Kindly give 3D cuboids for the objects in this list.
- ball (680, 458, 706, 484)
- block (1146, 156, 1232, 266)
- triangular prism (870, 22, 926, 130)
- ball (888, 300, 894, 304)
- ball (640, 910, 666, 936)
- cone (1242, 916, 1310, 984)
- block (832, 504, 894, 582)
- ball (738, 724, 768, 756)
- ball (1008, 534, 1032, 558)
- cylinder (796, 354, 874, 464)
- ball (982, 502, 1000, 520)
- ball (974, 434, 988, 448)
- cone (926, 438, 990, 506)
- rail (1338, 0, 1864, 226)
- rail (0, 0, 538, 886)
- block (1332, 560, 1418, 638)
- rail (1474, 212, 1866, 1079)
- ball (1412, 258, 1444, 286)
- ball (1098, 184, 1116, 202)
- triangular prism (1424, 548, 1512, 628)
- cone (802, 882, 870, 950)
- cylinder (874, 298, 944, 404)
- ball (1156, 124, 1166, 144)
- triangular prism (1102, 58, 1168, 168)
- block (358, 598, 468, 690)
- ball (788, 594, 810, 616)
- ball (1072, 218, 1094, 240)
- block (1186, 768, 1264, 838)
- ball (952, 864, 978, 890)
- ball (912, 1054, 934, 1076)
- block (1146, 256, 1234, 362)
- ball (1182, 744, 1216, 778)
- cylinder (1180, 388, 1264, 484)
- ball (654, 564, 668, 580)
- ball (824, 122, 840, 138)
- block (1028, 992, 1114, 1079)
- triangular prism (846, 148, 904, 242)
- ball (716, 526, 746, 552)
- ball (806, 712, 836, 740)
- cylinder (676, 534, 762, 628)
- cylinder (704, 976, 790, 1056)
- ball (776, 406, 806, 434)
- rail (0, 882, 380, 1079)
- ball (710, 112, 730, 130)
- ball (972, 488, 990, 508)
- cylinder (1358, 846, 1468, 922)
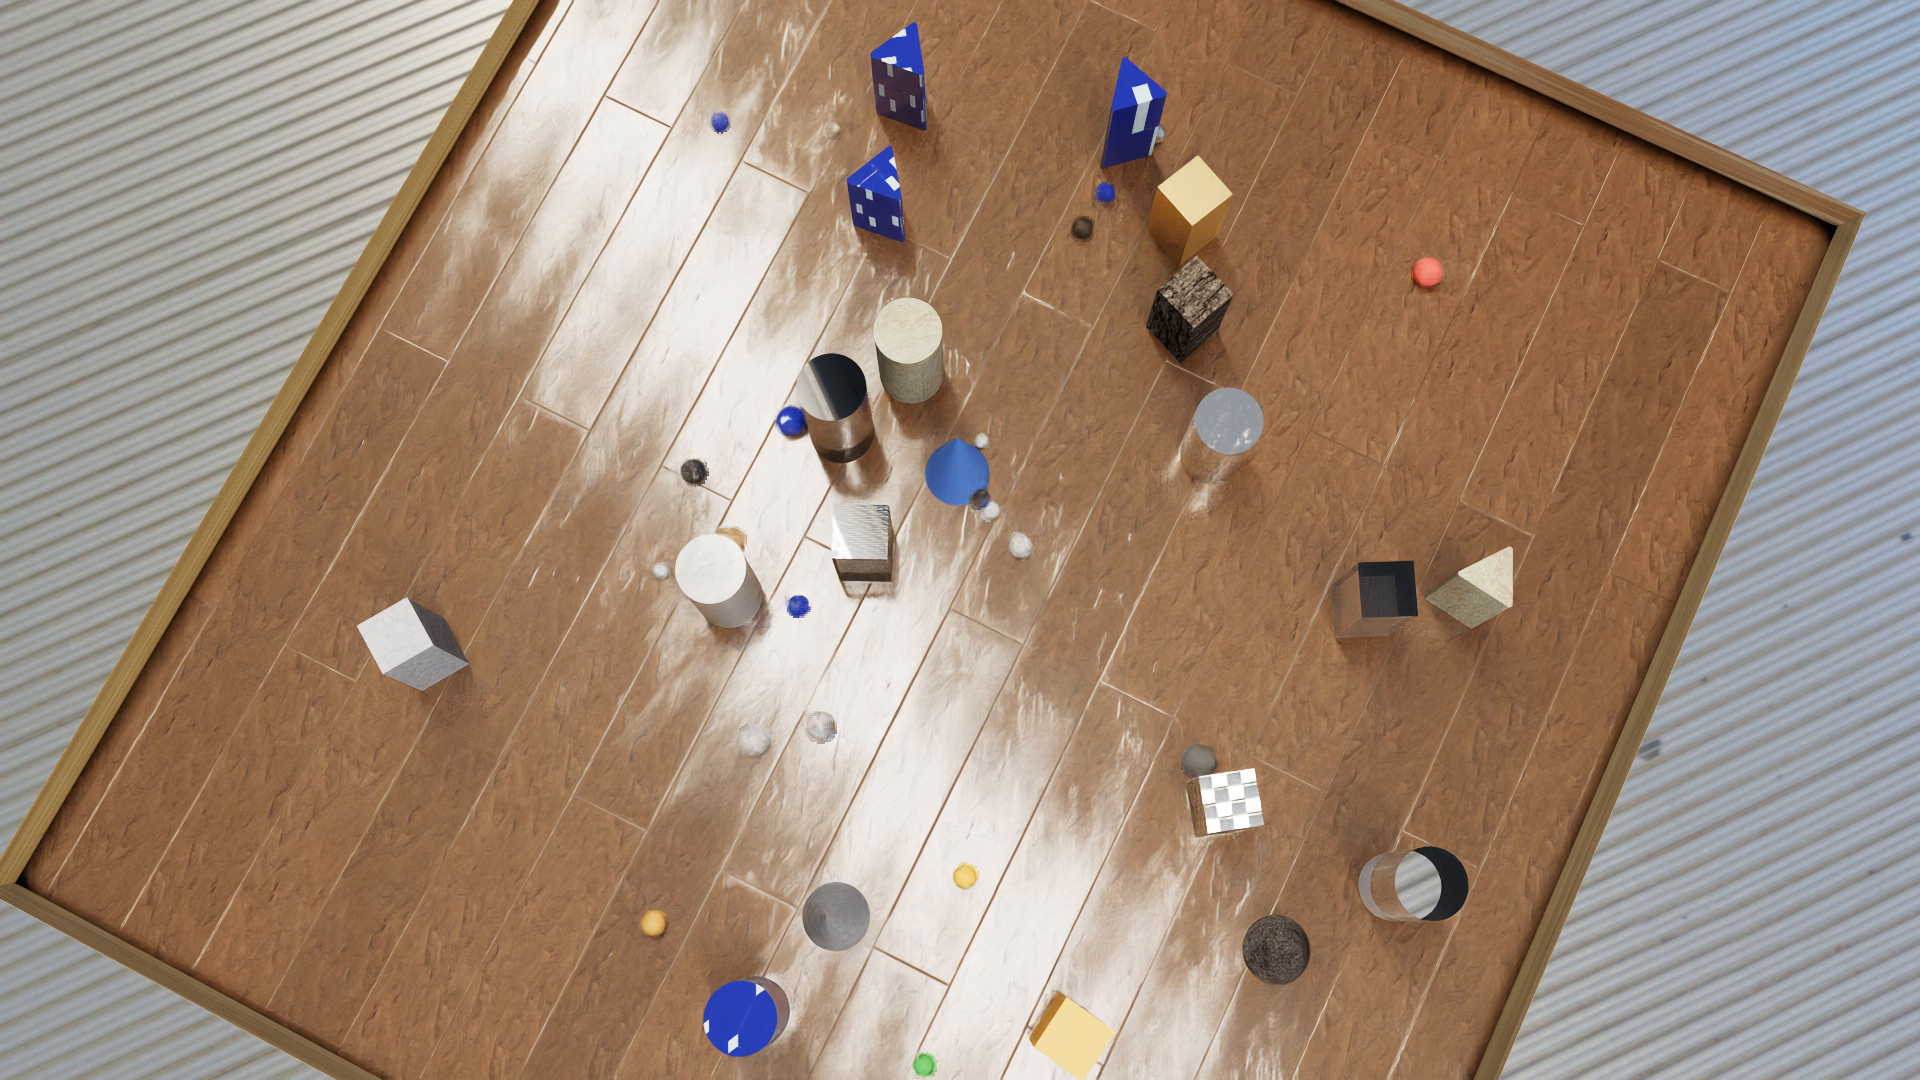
[{"bbox_3d":[-0.818,-0.211,5.621,0.076,0.076,0.076,0,78,0],"label":"ball"},{"bbox_3d":[0.704,-1.011,5.651,0.160,0.342,0.160,-39,81,-7],"label":"block"},{"bbox_3d":[-0.163,-1.456,5.716,0.173,0.396,0.150,21,79,4],"label":"triangular prism"},{"bbox_3d":[-0.200,-0.723,5.736,0.059,0.059,0.059,0,78,0],"label":"ball"},{"bbox_3d":[-0.894,1.119,5.348,0.073,0.073,0.073,0,78,0],"label":"ball"},{"bbox_3d":[0.927,1.157,5.159,0.200,0.428,0.200,0,78,0],"label":"cone"},{"bbox_3d":[-0.286,0.012,5.432,0.160,0.357,0.160,1,78,0],"label":"block"},{"bbox_3d":[-0.614,0.596,5.446,0.093,0.093,0.093,0,78,0],"label":"ball"},{"bbox_3d":[0.182,0.017,5.576,0.073,0.073,0.073,0,78,0],"label":"ball"},{"bbox_3d":[-0.366,-0.385,5.445,0.200,0.493,0.200,0,78,0],"label":"cylinder"},{"bbox_3d":[0.095,-0.091,5.607,0.056,0.056,0.056,0,78,0],"label":"ball"},{"bbox_3d":[0.065,-0.306,5.657,0.046,0.046,0.046,0,78,0],"label":"ball"},{"bbox_3d":[-0.008,-0.249,5.446,0.200,0.436,0.200,0,78,0],"label":"cone"},{"bbox_3d":[0.967,-1.886,5.940,4.116,0.130,0.045,26,80,5],"label":"rail"},{"bbox_3d":[-1.819,-0.884,5.732,0.045,0.130,4.370,26,80,5],"label":"rail"},{"bbox_3d":[1.214,0.178,5.386,0.160,0.379,0.160,-2,78,0],"label":"block"},{"bbox_3d":[1.819,0.898,5.363,0.045,0.130,4.370,26,80,5],"label":"rail"},{"bbox_3d":[1.467,-0.840,5.744,0.092,0.092,0.092,0,78,0],"label":"ball"},{"bbox_3d":[0.465,-1.100,5.814,0.059,0.059,0.059,0,78,0],"label":"ball"},{"bbox_3d":[1.527,0.120,5.393,0.173,0.389,0.150,33,80,6],"label":"triangular prism"},{"bbox_3d":[-0.364,1.066,5.190,0.200,0.403,0.200,0,78,0],"label":"cone"},{"bbox_3d":[-0.151,-0.565,5.519,0.200,0.421,0.200,0,78,0],"label":"cylinder"},{"bbox_3d":[0.624,-1.300,5.852,0.067,0.067,0.067,0,78,0],"label":"ball"},{"bbox_3d":[0.512,-1.328,5.671,0.173,0.432,0.150,-17,79,-3],"label":"triangular prism"},{"bbox_3d":[-1.593,0.308,5.356,0.160,0.386,0.160,-30,80,-6],"label":"block"},{"bbox_3d":[-0.488,0.197,5.544,0.063,0.063,0.063,0,78,0],"label":"ball"},{"bbox_3d":[0.387,-0.983,5.785,0.069,0.069,0.069,0,78,0],"label":"ball"},{"bbox_3d":[0.765,0.765,5.311,0.160,0.288,0.160,-8,78,-2],"label":"block"},{"bbox_3d":[0.015,0.988,5.375,0.072,0.072,0.072,0,78,0],"label":"ball"},{"bbox_3d":[-0.104,1.511,5.272,0.063,0.063,0.063,0,78,0],"label":"ball"},{"bbox_3d":[0.696,-0.698,5.584,0.160,0.347,0.160,-41,81,-8],"label":"block"},{"bbox_3d":[0.709,0.656,5.430,0.100,0.100,0.100,0,78,0],"label":"ball"},{"bbox_3d":[0.780,-0.308,5.491,0.200,0.372,0.200,0,78,0],"label":"cylinder"},{"bbox_3d":[-0.909,0.096,5.573,0.048,0.048,0.048,0,78,0],"label":"ball"},{"bbox_3d":[-0.410,-1.313,5.864,0.048,0.048,0.048,0,78,0],"label":"ball"},{"bbox_3d":[0.310,1.389,5.139,0.160,0.372,0.160,34,80,7],"label":"block"},{"bbox_3d":[-0.234,-1.080,5.662,0.173,0.348,0.150,19,79,4],"label":"triangular prism"},{"bbox_3d":[-0.700,0.009,5.564,0.100,0.100,0.100,0,78,0],"label":"ball"},{"bbox_3d":[-0.415,0.554,5.457,0.087,0.087,0.087,0,78,0],"label":"ball"},{"bbox_3d":[-0.701,0.125,5.368,0.200,0.437,0.200,0,78,0],"label":"cylinder"},{"bbox_3d":[-0.595,1.334,5.147,0.200,0.379,0.200,0,78,0],"label":"cylinder"},{"bbox_3d":[-0.521,-0.368,5.648,0.089,0.089,0.089,0,78,0],"label":"ball"},{"bbox_3d":[-0.967,1.900,5.156,4.116,0.130,0.045,26,80,5],"label":"rail"},{"bbox_3d":[-0.769,-1.341,5.864,0.060,0.060,0.060,0,78,0],"label":"ball"},{"bbox_3d":[0.063,-0.126,5.574,0.059,0.059,0.059,0,78,0],"label":"ball"},{"bbox_3d":[1.275,0.975,5.178,0.200,0.463,0.200,0,78,0],"label":"cylinder"}]
